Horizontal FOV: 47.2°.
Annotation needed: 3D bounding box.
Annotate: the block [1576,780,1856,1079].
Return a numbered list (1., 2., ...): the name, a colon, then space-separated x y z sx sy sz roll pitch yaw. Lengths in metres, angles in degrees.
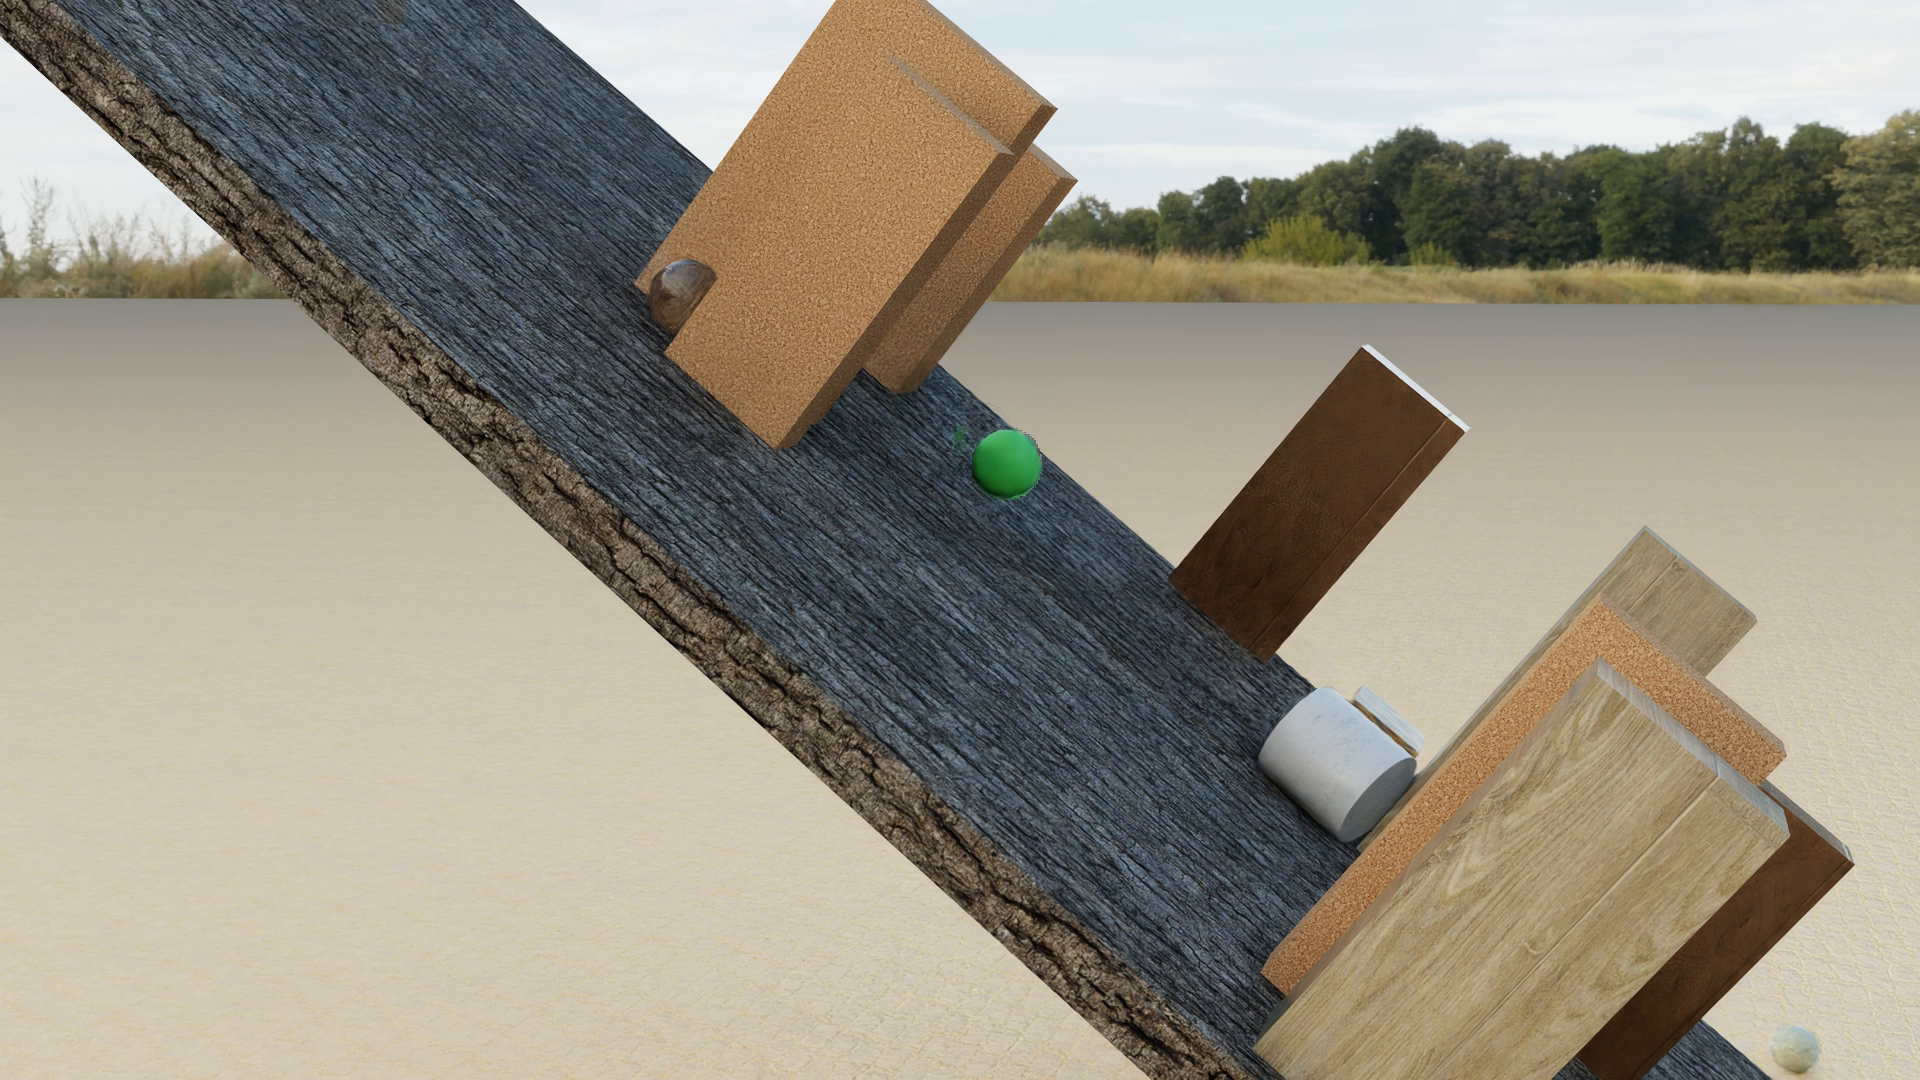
1. block: 1.269 0.678 3.914 0.275 0.583 0.121 41 16 9

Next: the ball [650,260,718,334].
1. ball: -0.487 -0.433 3.935 0.137 0.137 0.137 0 7 0

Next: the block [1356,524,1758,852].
1. block: 1.079 0.354 4.012 0.248 0.787 0.090 41 16 9

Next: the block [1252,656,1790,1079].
1. block: 0.749 0.529 2.976 0.310 0.700 0.149 41 16 9

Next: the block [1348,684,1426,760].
1. block: 0.809 0.415 4.397 0.161 0.161 0.161 41 16 7

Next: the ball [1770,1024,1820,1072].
1. ball: 1.941 1.182 5.112 0.107 0.107 0.107 0 7 0

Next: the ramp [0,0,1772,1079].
1. ramp: -0.012 0.062 4.046 4.000 0.100 2.000 41 16 9

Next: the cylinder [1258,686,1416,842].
1. cylinder: 0.694 0.413 4.051 0.204 0.204 0.204 43 30 28

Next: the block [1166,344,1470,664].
1. block: 0.771 -0.076 4.751 0.281 0.657 0.129 41 16 9

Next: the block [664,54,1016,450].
1. block: -0.211 -0.487 3.768 0.263 0.641 0.099 41 16 9

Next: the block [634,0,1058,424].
1. block: -0.213 -0.617 3.965 0.411 0.725 0.114 41 16 9

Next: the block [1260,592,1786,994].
1. block: 0.807 0.465 3.196 0.326 0.744 0.099 41 16 9

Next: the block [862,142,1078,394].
1. block: -0.104 -0.663 4.610 0.426 0.570 0.145 41 16 9

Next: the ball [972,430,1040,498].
1. ball: 0.094 -0.154 4.435 0.138 0.138 0.138 0 7 0
